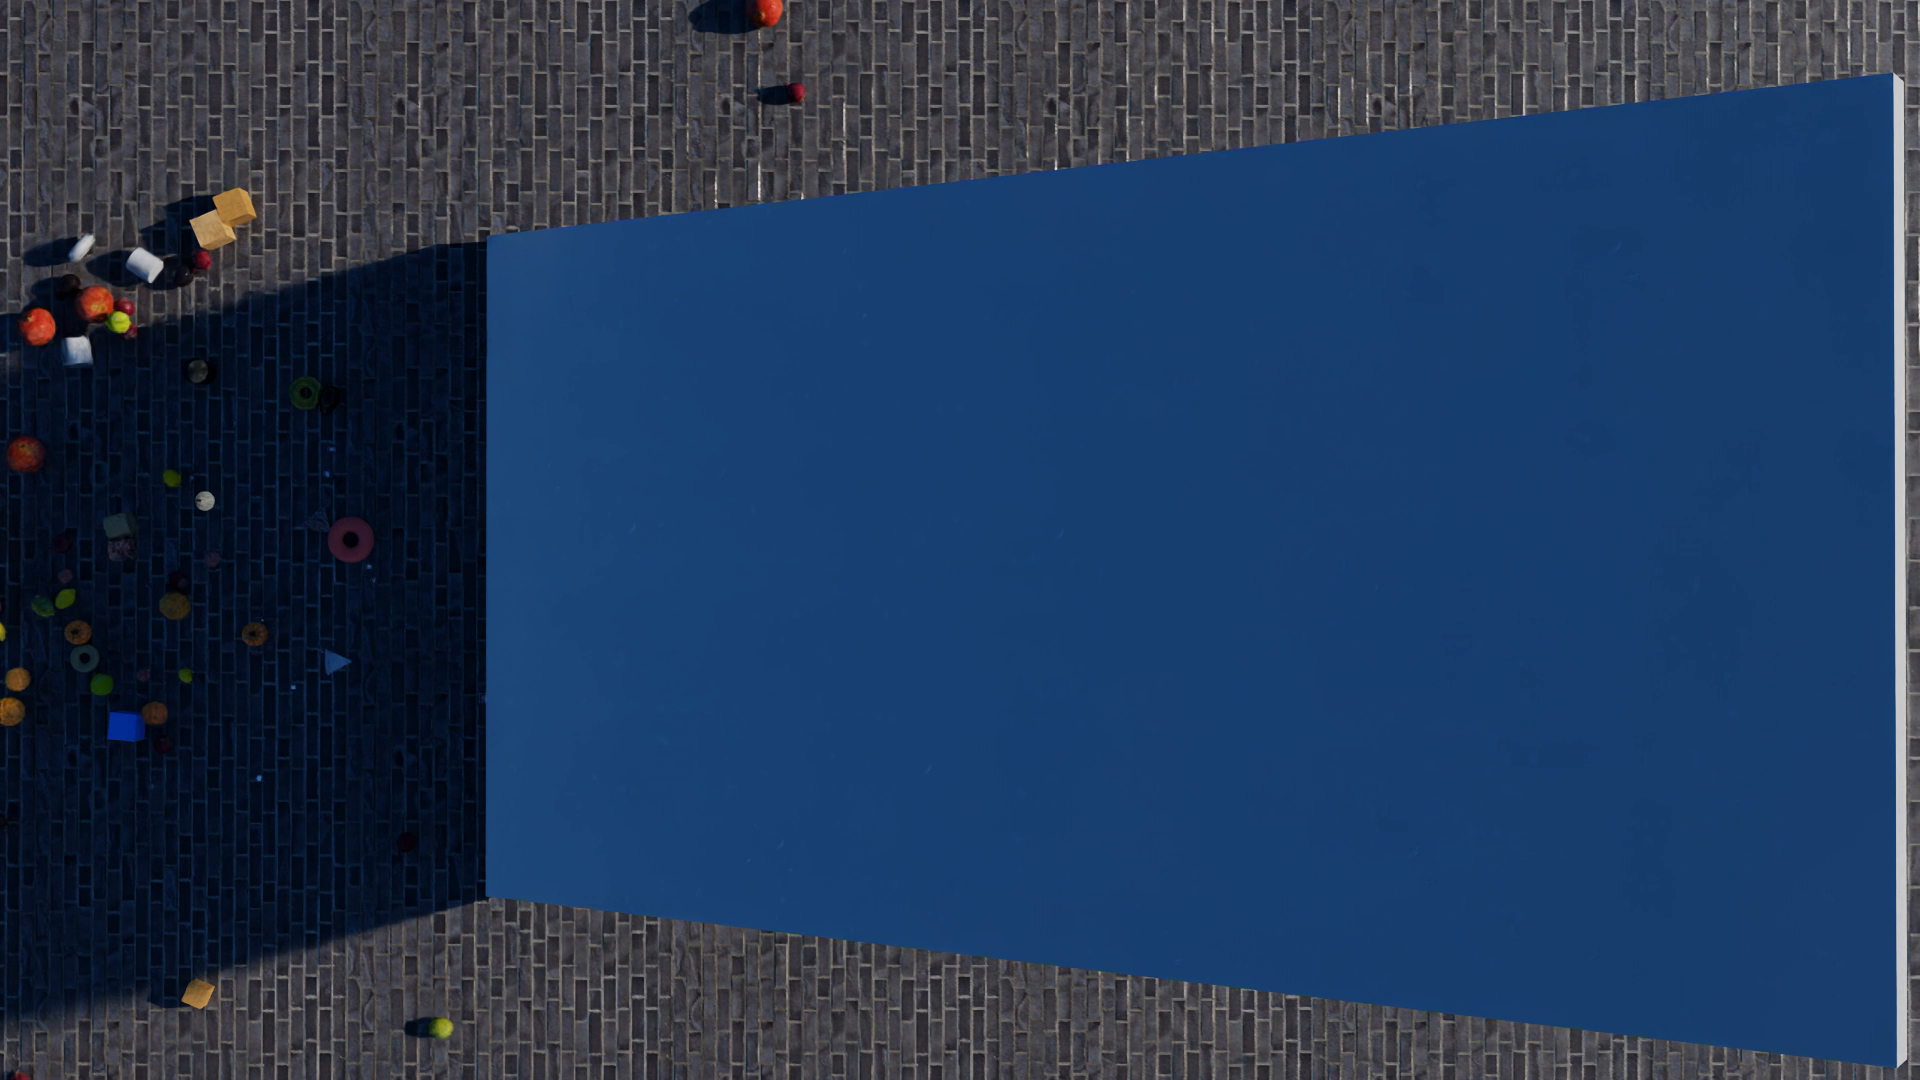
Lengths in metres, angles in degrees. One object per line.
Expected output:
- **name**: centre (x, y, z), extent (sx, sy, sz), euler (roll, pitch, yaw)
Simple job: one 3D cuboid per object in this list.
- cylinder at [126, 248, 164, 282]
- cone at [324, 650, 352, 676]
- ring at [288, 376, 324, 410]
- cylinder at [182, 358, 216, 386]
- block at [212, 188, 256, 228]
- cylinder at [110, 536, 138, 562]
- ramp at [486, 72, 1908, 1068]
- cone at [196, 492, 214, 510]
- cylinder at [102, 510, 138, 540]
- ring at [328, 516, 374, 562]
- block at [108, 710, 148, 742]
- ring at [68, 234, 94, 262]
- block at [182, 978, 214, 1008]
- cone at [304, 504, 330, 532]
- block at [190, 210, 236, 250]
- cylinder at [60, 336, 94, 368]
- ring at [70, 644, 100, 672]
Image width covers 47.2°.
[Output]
- **cylinder**: centre (-2.486, -0.839, 6.710), extent (0.079, 0.079, 0.079), euler (31, 90, 0)
- **cone**: centre (-1.895, 0.373, 6.721), extent (0.078, 0.078, 0.078), euler (-2, 89, -27)
- **ring**: centre (-2.001, -0.450, 6.728), extent (0.106, 0.035, 0.106), euler (0, 91, 0)
- **cylinder**: centre (-2.320, -0.514, 6.707), extent (0.077, 0.077, 0.077), euler (0, 90, 0)
- **block**: centre (-2.212, -1.014, 6.708), extent (0.085, 0.085, 0.085), euler (-21, 90, 0)
- **cylinder**: centre (-2.553, 0.030, 6.709), extent (0.066, 0.066, 0.066), euler (-14, 90, -16)
- **ramp**: centre (0.250, 0.069, 5.580), extent (4.000, 0.100, 2.000), euler (0, 89, 34)
- **cone**: centre (-2.315, -0.120, 6.713), extent (0.060, 0.060, 0.060), euler (0, 90, 0)
- **cylinder**: centre (-2.561, -0.045, 6.705), extent (0.074, 0.074, 0.074), euler (-16, 90, -1)
- **ring**: centre (-1.861, -0.001, 6.719), extent (0.143, 0.048, 0.143), euler (0, 91, 0)
- **block**: centre (-2.536, 0.566, 6.696), extent (0.082, 0.082, 0.082), euler (6, 90, 0)
- **ring**: centre (-2.678, -0.890, 6.703), extent (0.033, 0.100, 0.100), euler (41, 90, -16)
- **block**: centre (-2.321, 1.382, 6.700), extent (0.062, 0.062, 0.062), euler (23, 90, 0)
- **cone**: centre (-1.955, -0.077, 6.725), extent (0.079, 0.079, 0.079), euler (8, 63, 0)
- **block**: centre (-2.278, -0.945, 6.706), extent (0.087, 0.087, 0.087), euler (-23, 90, 0)
- **cylinder**: centre (-2.692, -0.573, 6.706), extent (0.083, 0.083, 0.083), euler (-9, 90, 0)
- **ring**: centre (-2.676, 0.361, 6.724), extent (0.090, 0.030, 0.090), euler (0, 90, -1)
